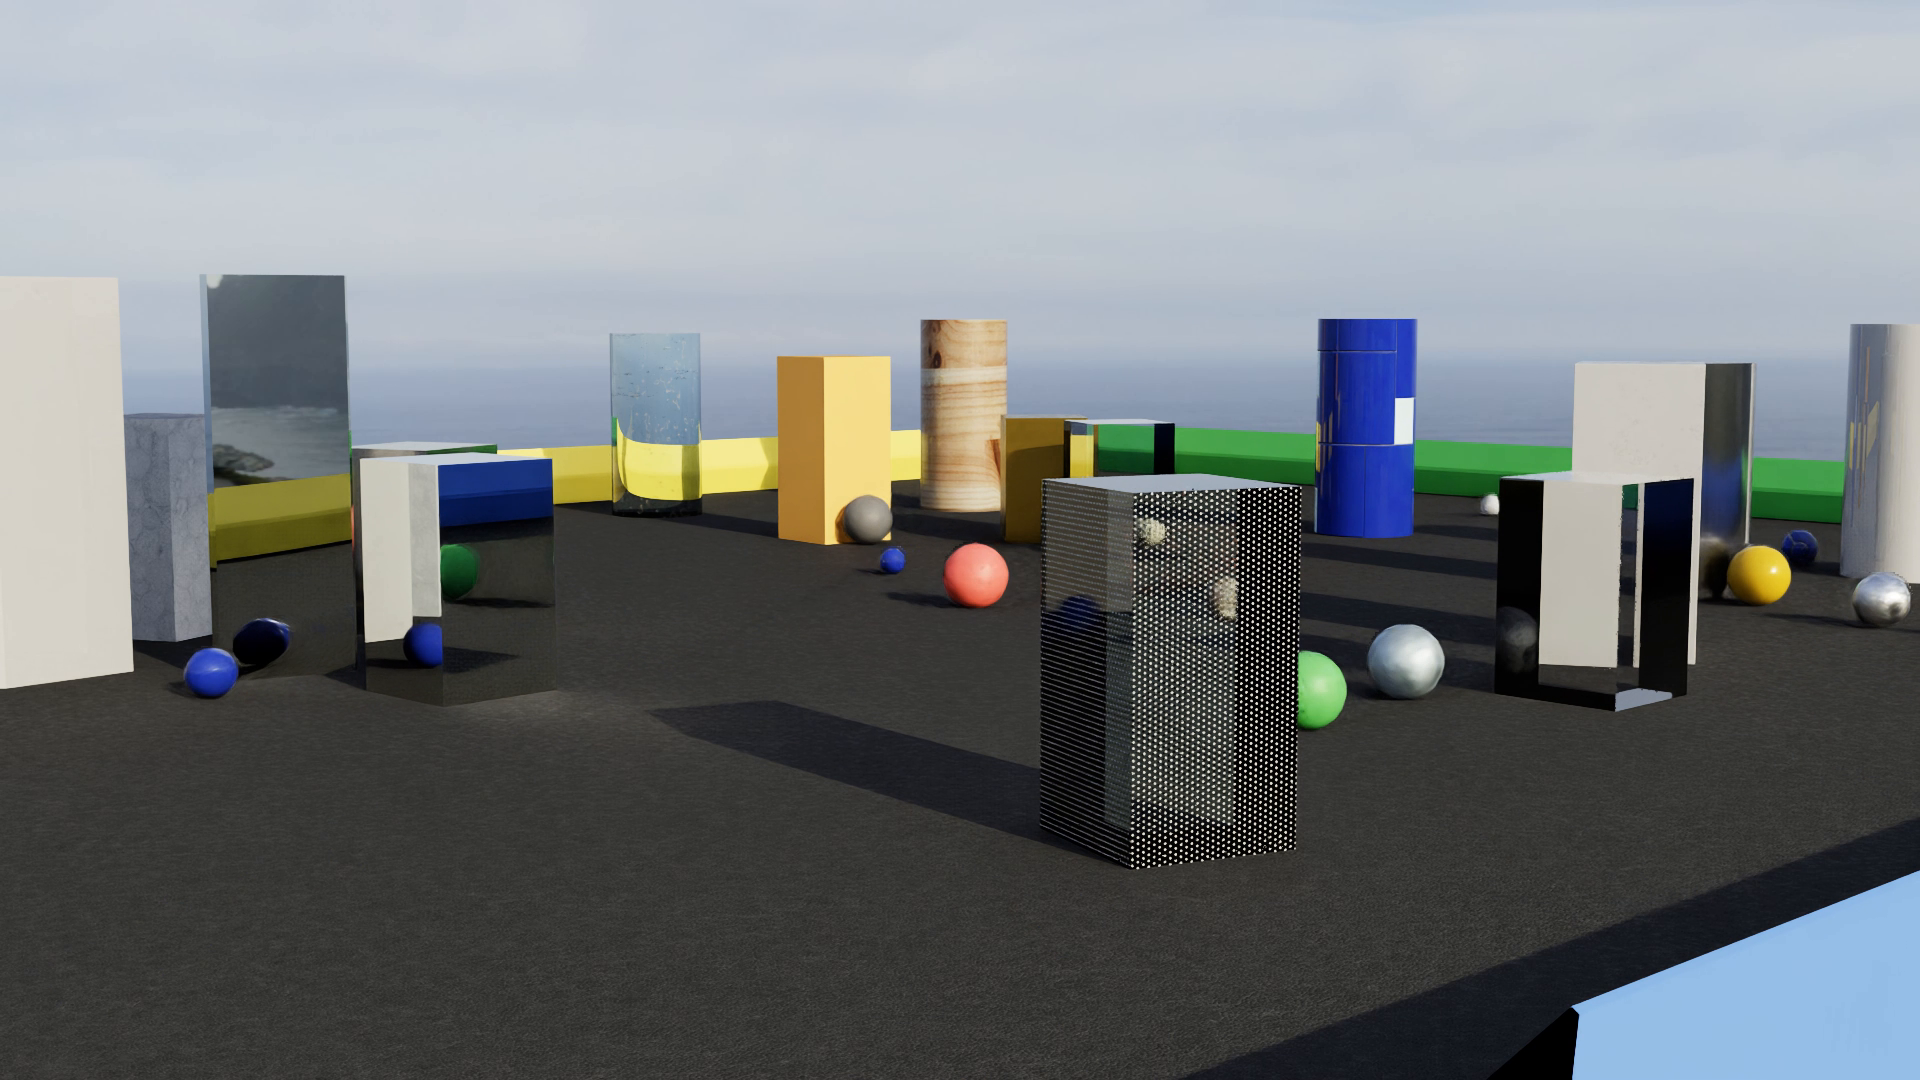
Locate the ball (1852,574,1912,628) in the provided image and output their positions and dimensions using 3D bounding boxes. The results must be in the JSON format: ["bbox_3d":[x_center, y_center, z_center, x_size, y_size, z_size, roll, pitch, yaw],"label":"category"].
[{"bbox_3d":[1.295,0.085,3.088,0.076,0.076,0.076,0,6,0],"label":"ball"}]

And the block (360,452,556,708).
[{"bbox_3d":[-0.585,0.041,2.568,0.157,0.273,0.157,5,8,42],"label":"block"}]

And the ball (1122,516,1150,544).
[{"bbox_3d":[0.335,-0.019,4.196,0.054,0.054,0.054,0,6,0],"label":"ball"}]

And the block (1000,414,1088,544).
[{"bbox_3d":[0.162,-0.122,4.283,0.157,0.239,0.157,0,6,-3],"label":"block"}]

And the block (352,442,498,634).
[{"bbox_3d":[-0.755,-0.003,3.068,0.157,0.257,0.157,3,7,24],"label":"block"}]

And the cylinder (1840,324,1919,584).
[{"bbox_3d":[1.581,-0.149,3.669,0.196,0.421,0.196,0,6,0],"label":"cylinder"}]

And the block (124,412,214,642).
[{"bbox_3d":[-1.104,-0.022,3.043,0.157,0.299,0.157,2,6,19],"label":"block"}]

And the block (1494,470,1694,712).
[{"bbox_3d":[0.732,0.054,2.543,0.157,0.253,0.157,-6,8,-43],"label":"block"}]

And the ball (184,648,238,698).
[{"bbox_3d":[-0.861,0.153,2.531,0.058,0.058,0.058,0,6,0],"label":"ball"}]

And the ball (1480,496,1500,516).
[{"bbox_3d":[1.149,-0.074,4.759,0.046,0.046,0.046,0,6,0],"label":"ball"}]

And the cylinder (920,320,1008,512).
[{"bbox_3d":[0.009,-0.282,4.934,0.196,0.423,0.196,0,6,0],"label":"cylinder"}]

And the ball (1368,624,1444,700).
[{"bbox_3d":[0.511,0.139,2.521,0.087,0.087,0.087,0,6,0],"label":"ball"}]

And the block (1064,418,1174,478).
[{"bbox_3d":[0.290,-0.097,4.033,0.157,0.241,0.157,-2,6,-17],"label":"block"}]

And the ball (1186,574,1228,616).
[{"bbox_3d":[0.359,0.081,3.205,0.061,0.061,0.061,0,6,0],"label":"ball"}]

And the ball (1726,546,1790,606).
[{"bbox_3d":[1.205,0.054,3.318,0.091,0.091,0.091,0,6,0],"label":"ball"}]

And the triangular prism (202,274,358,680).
[{"bbox_3d":[-0.857,-0.082,2.718,0.170,0.486,0.147,-4,7,-31],"label":"triangular prism"}]

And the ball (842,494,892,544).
[{"bbox_3d":[-0.175,-0.038,4.182,0.095,0.095,0.095,0,6,0],"label":"ball"}]

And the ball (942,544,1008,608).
[{"bbox_3d":[0.023,0.054,3.289,0.098,0.098,0.098,0,6,0],"label":"ball"}]

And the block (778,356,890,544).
[{"bbox_3d":[-0.245,-0.179,4.274,0.157,0.355,0.157,-5,8,-39],"label":"block"}]

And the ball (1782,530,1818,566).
[{"bbox_3d":[1.470,0.014,3.847,0.061,0.061,0.061,0,6,0],"label":"ball"}]

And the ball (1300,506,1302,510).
[{"bbox_3d":[0.711,-0.068,4.718,0.042,0.042,0.042,0,6,0],"label":"ball"}]

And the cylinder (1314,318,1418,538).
[{"bbox_3d":[0.809,-0.227,4.385,0.196,0.427,0.196,0,6,0],"label":"cylinder"}]

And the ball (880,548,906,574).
[{"bbox_3d":[-0.113,0.036,3.713,0.044,0.044,0.044,0,6,0],"label":"ball"}]

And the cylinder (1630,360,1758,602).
[{"bbox_3d":[1.139,-0.097,3.447,0.196,0.364,0.196,0,6,0],"label":"cylinder"}]

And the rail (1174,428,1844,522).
[{"bbox_3d":[1.613,-0.122,4.812,0.045,0.127,3.819,-5,8,-42],"label":"rail"}]

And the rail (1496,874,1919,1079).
[{"bbox_3d":[1.279,0.177,1.953,4.438,0.127,0.045,-5,8,-42],"label":"rail"}]

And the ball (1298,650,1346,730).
[{"bbox_3d":[0.368,0.160,2.336,0.084,0.084,0.084,0,6,0],"label":"ball"}]

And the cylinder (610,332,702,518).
[{"bbox_3d":[-0.663,-0.253,4.796,0.196,0.394,0.196,0,6,0],"label":"cylinder"}]

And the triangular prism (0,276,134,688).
[{"bbox_3d":[-1.134,-0.077,2.681,0.147,0.483,0.170,5,8,39],"label":"triangular prism"}]

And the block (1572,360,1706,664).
[{"bbox_3d":[0.876,-0.041,2.850,0.157,0.377,0.157,2,6,18],"label":"block"}]

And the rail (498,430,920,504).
[{"bbox_3d":[-1.279,-0.111,4.710,4.438,0.127,0.045,-5,8,-42],"label":"rail"}]

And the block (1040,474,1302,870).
[{"bbox_3d":[0.173,0.102,1.843,0.157,0.302,0.157,-3,7,-25],"label":"block"}]
